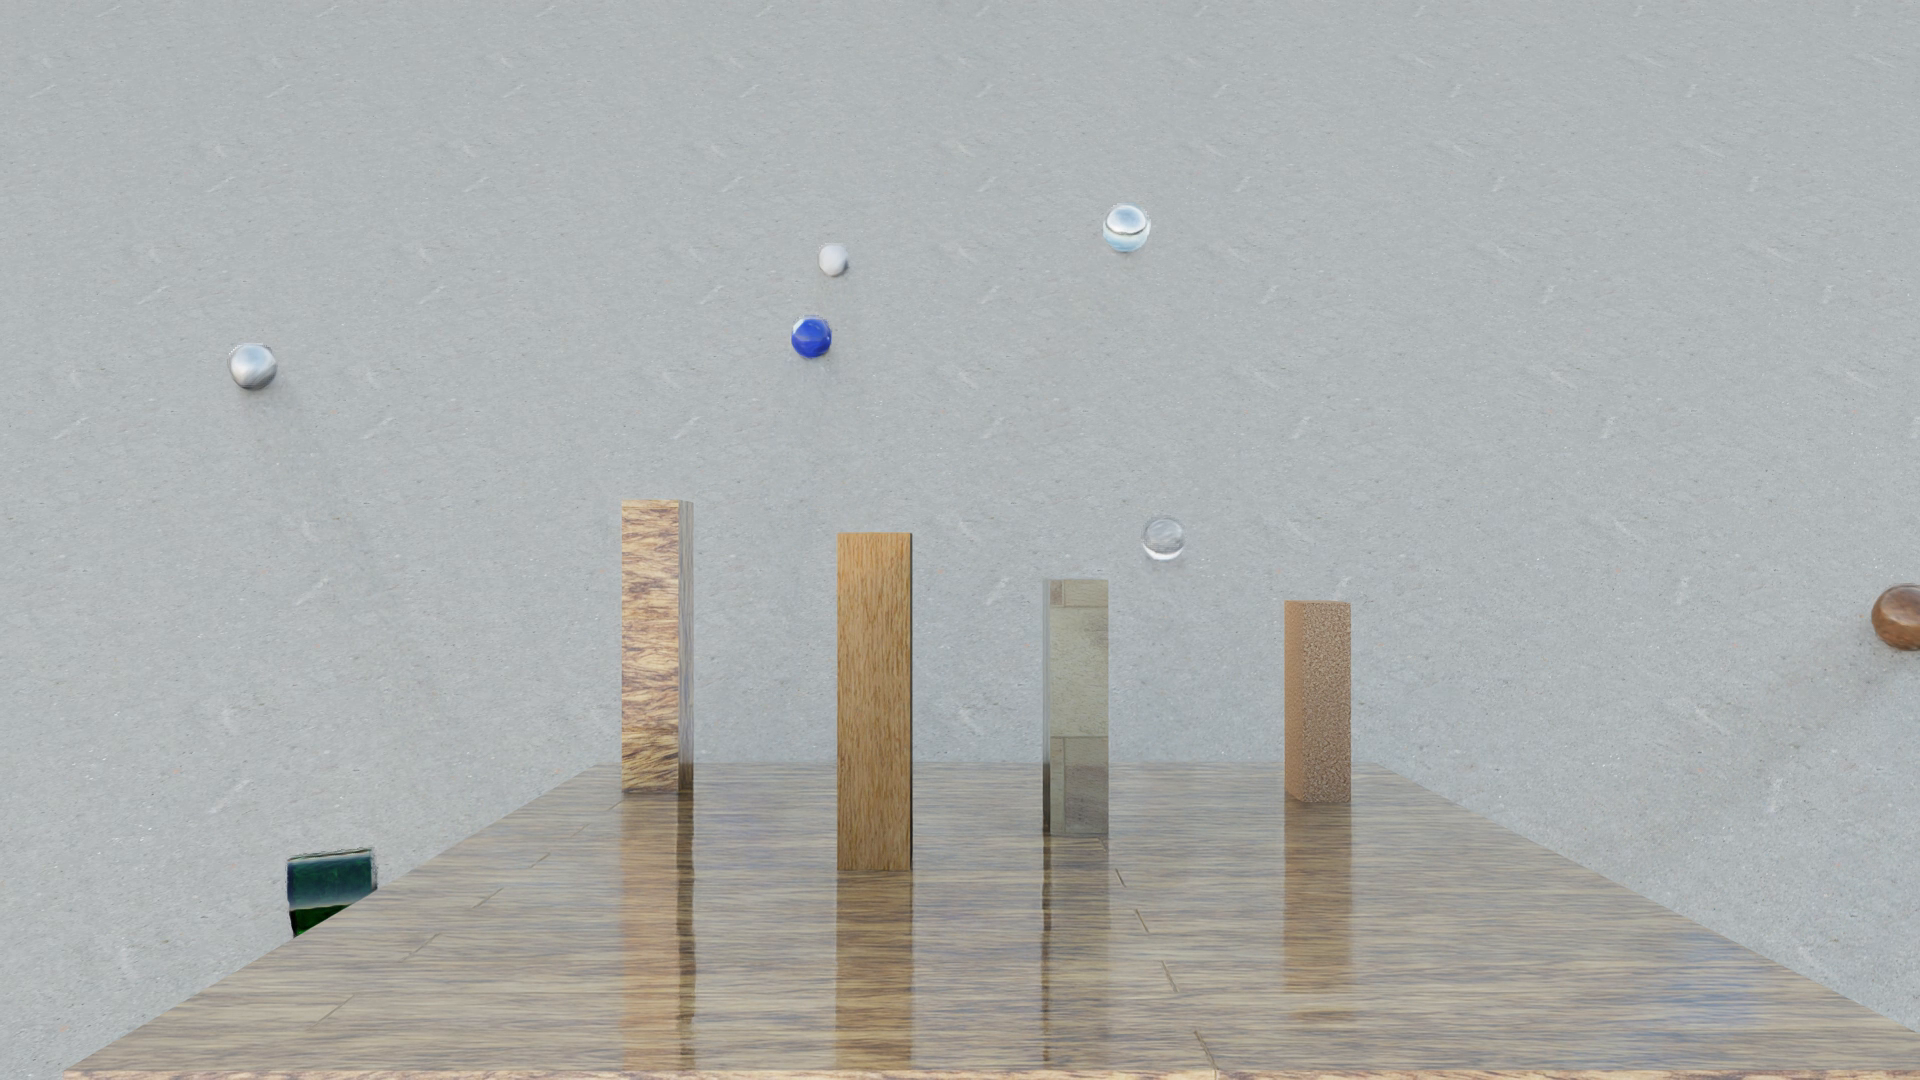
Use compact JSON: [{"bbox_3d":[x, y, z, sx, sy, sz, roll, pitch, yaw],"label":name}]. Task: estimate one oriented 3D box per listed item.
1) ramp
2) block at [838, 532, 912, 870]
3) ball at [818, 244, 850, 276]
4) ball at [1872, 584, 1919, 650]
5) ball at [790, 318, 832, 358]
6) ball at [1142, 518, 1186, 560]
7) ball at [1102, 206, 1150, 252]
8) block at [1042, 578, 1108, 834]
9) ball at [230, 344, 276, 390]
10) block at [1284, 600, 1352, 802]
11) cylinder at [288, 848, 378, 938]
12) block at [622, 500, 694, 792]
[{"bbox_3d":[0.069,0.612,4.684,2.000,0.100,4.000,0,0,0],"label":"ramp"},{"bbox_3d":[-0.147,0.274,4.524,0.124,0.573,0.254,0,0,0],"label":"block"},{"bbox_3d":[-0.456,-1.016,9.393,0.113,0.113,0.113,0,31,0],"label":"ball"},{"bbox_3d":[2.655,0.216,7.270,0.181,0.181,0.181,0,31,0],"label":"ball"},{"bbox_3d":[-0.506,-0.689,8.822,0.140,0.140,0.140,0,31,0],"label":"ball"},{"bbox_3d":[0.606,-0.002,7.686,0.128,0.128,0.128,0,31,0],"label":"ball"},{"bbox_3d":[0.613,-1.150,9.560,0.172,0.172,0.172,0,31,0],"label":"ball"},{"bbox_3d":[0.229,0.321,5.196,0.112,0.486,0.445,0,0,0],"label":"block"},{"bbox_3d":[-2.353,-0.574,8.618,0.153,0.153,0.153,0,31,0],"label":"ball"},{"bbox_3d":[0.793,0.352,5.752,0.104,0.431,0.312,0,0,0],"label":"block"},{"bbox_3d":[-1.500,0.847,6.205,0.193,0.193,0.193,-5,31,-9],"label":"cylinder"},{"bbox_3d":[-0.700,0.240,6.013,0.128,0.660,0.337,0,0,0],"label":"block"}]
